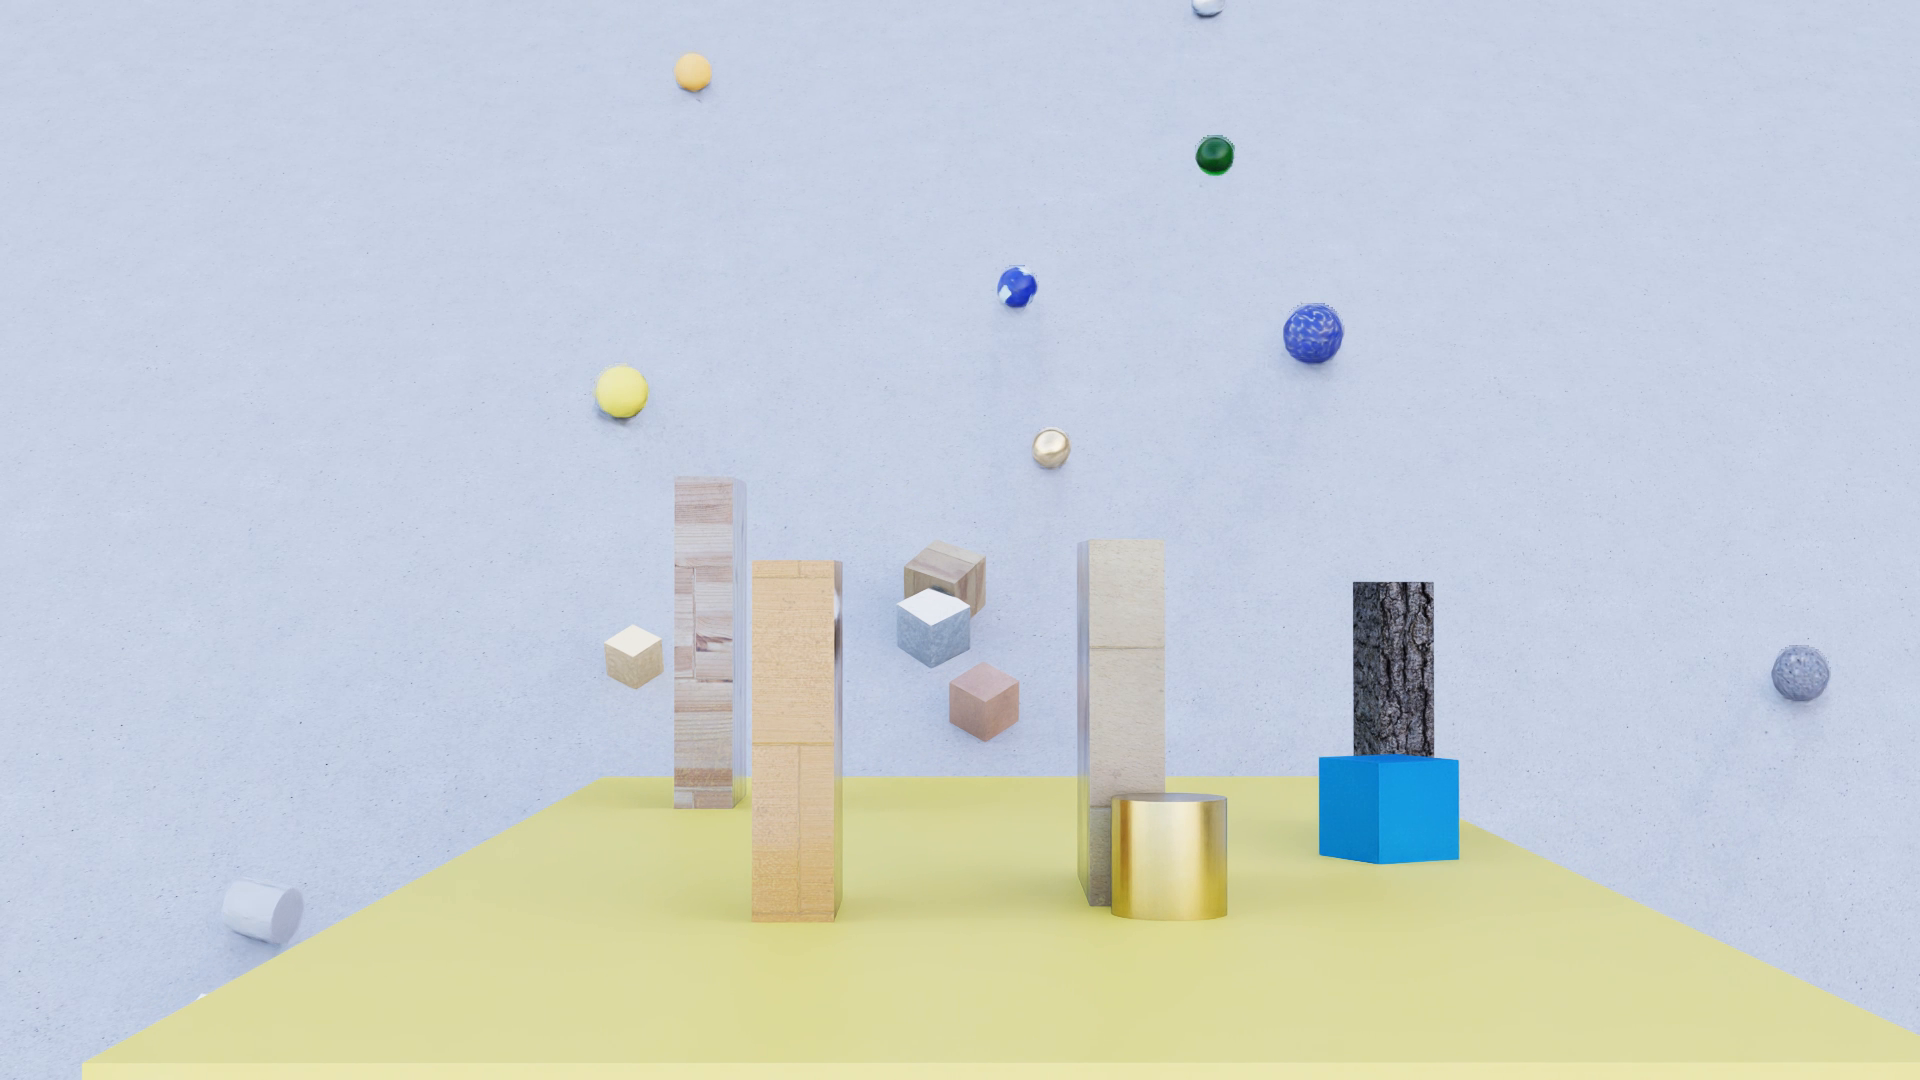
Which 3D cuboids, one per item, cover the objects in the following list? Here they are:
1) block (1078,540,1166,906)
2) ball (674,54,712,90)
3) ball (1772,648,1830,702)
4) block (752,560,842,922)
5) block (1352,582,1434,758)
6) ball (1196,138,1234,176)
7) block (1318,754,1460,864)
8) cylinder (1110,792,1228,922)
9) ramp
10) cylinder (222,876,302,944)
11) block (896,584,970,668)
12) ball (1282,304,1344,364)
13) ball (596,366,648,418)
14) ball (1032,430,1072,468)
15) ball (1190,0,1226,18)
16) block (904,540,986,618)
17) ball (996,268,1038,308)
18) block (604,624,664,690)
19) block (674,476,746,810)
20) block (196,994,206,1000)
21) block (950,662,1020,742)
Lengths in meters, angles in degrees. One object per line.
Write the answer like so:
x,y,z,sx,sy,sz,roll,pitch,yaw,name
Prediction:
0.262,0.289,4.270,0.118,0.574,0.424,0,-1,0,block
-1.109,-1.943,10.761,0.155,0.155,0.155,0,33,0,ball
2.313,0.371,7.135,0.151,0.151,0.151,0,33,0,ball
-0.249,0.302,4.015,0.123,0.540,0.296,0,-1,0,block
0.867,0.337,5.196,0.104,0.507,0.347,0,-1,0,block
0.989,-1.485,10.049,0.149,0.149,0.149,0,33,0,ball
0.789,0.493,4.774,0.181,0.181,0.181,0,-1,-28,block
0.320,0.483,3.967,0.178,0.178,0.178,0,-1,0,cylinder
0.072,0.634,4.736,2.000,0.100,4.000,0,-1,0,ramp
-1.699,0.902,6.315,0.138,0.138,0.138,10,34,19,cylinder
-0.075,0.245,7.336,0.147,0.147,0.147,-26,40,-34,block
1.192,-0.695,8.759,0.202,0.202,0.202,0,33,0,ball
-1.101,-0.482,8.455,0.171,0.171,0.171,0,33,0,ball
0.288,-0.287,8.191,0.126,0.126,0.126,0,33,0,ball
1.099,-2.392,11.465,0.156,0.156,0.156,0,33,0,ball
-0.043,0.133,7.490,0.171,0.171,0.171,18,37,26,block
0.201,-0.887,9.118,0.142,0.142,0.142,0,33,0,ball
-0.910,0.327,7.240,0.113,0.113,0.113,23,39,32,block
-0.573,0.232,5.981,0.130,0.743,0.382,0,-1,0,block
-1.708,1.144,5.943,0.129,0.129,0.129,10,34,15,block
0.066,0.439,7.044,0.134,0.134,0.134,27,41,35,block
